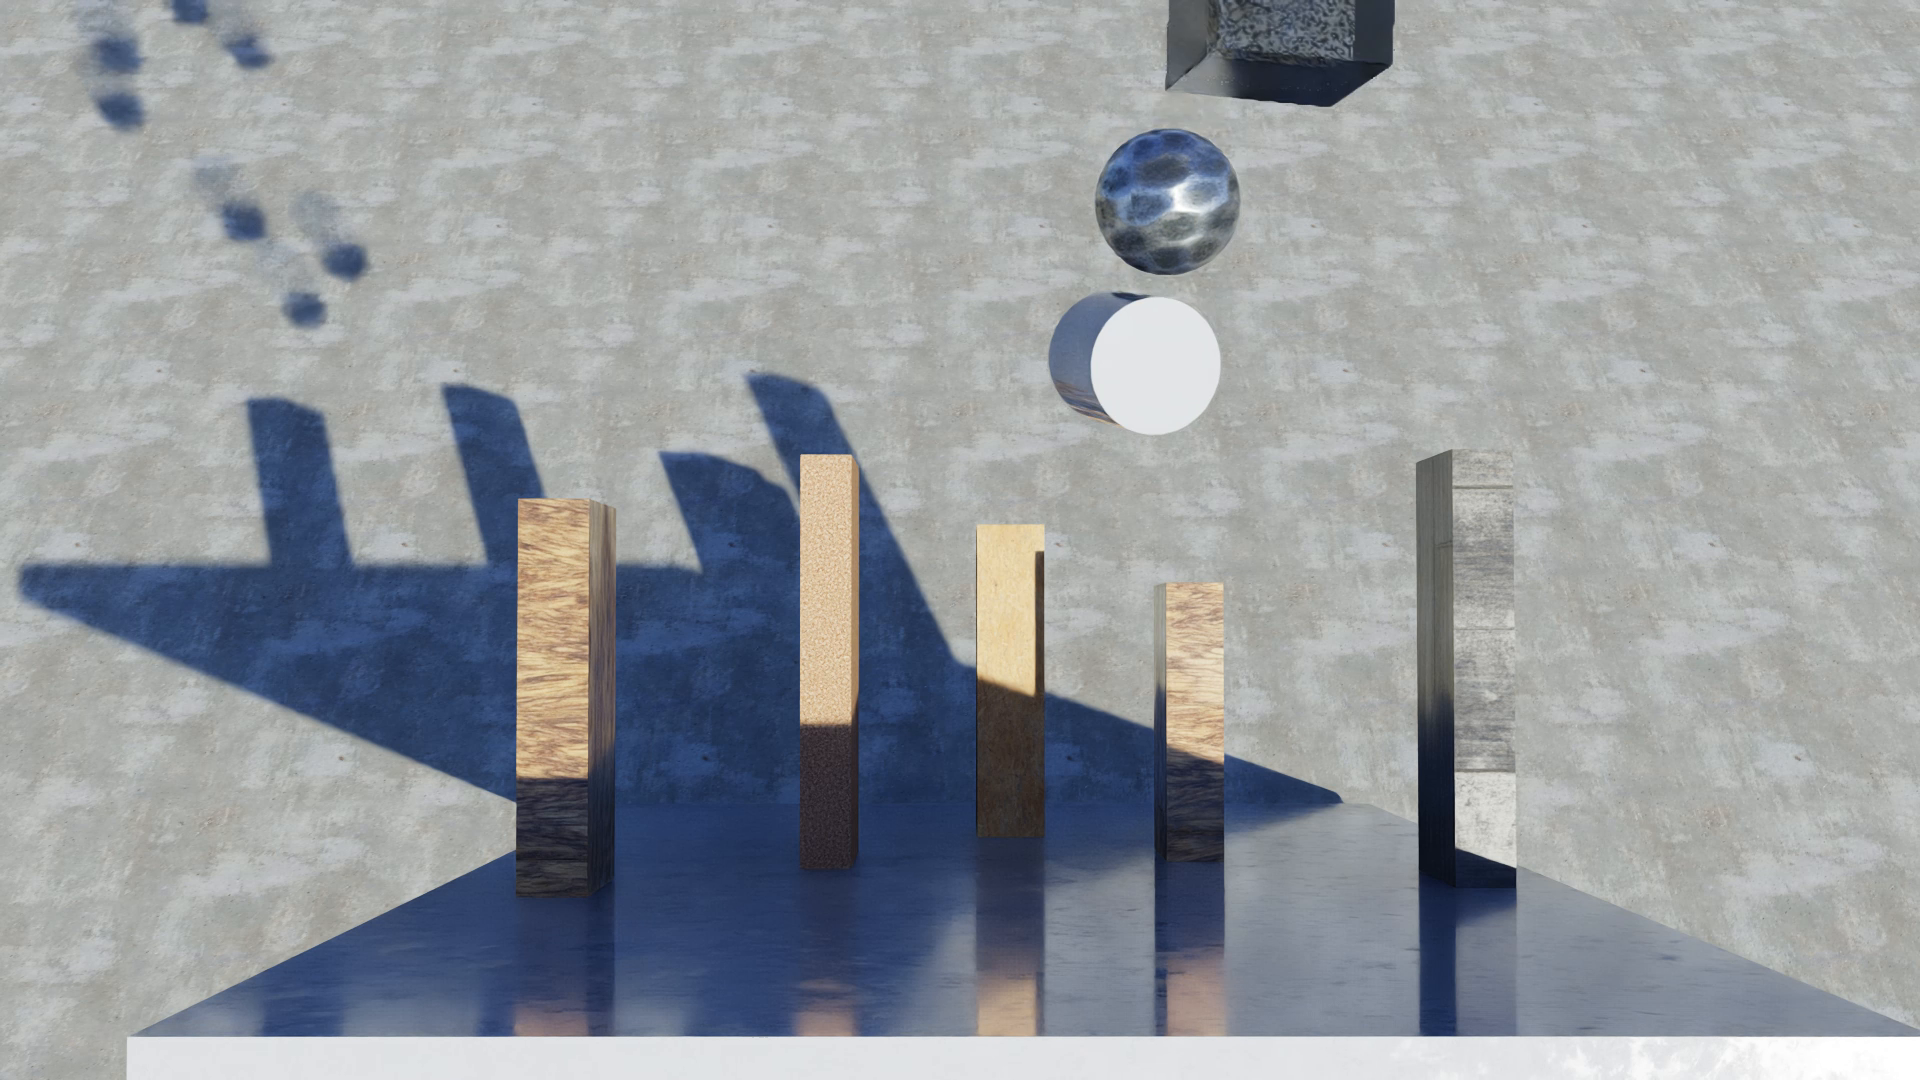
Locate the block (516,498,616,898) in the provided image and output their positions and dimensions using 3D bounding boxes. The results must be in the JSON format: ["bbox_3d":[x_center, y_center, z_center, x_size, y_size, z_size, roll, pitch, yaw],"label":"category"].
[{"bbox_3d":[-0.693,0.274,4.592,0.121,0.677,0.349,0,-2,0],"label":"block"}]

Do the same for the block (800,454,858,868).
[{"bbox_3d":[-0.257,0.238,5.150,0.097,0.789,0.373,0,-2,0],"label":"block"}]

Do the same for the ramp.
[{"bbox_3d":[0.079,0.673,4.871,2.000,0.100,4.000,0,-2,0],"label":"ramp"}]

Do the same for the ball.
[{"bbox_3d":[0.241,-0.393,3.017,0.170,0.170,0.170,0,36,0],"label":"ball"}]

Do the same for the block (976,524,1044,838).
[{"bbox_3d":[0.112,0.317,5.937,0.149,0.688,0.408,0,-2,0],"label":"block"}]

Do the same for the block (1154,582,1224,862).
[{"bbox_3d":[0.462,0.364,5.276,0.112,0.547,0.333,0,-2,0],"label":"block"}]

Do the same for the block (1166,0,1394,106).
[{"bbox_3d":[0.257,-0.443,2.096,0.143,0.143,0.143,3,-5,-11],"label":"block"}]

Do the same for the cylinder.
[{"bbox_3d":[0.179,-0.185,2.695,0.139,0.139,0.139,-11,11,-14],"label":"cylinder"}]

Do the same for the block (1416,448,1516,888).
[{"bbox_3d":[0.925,0.232,4.767,0.107,0.773,0.368,0,-2,0],"label":"block"}]
